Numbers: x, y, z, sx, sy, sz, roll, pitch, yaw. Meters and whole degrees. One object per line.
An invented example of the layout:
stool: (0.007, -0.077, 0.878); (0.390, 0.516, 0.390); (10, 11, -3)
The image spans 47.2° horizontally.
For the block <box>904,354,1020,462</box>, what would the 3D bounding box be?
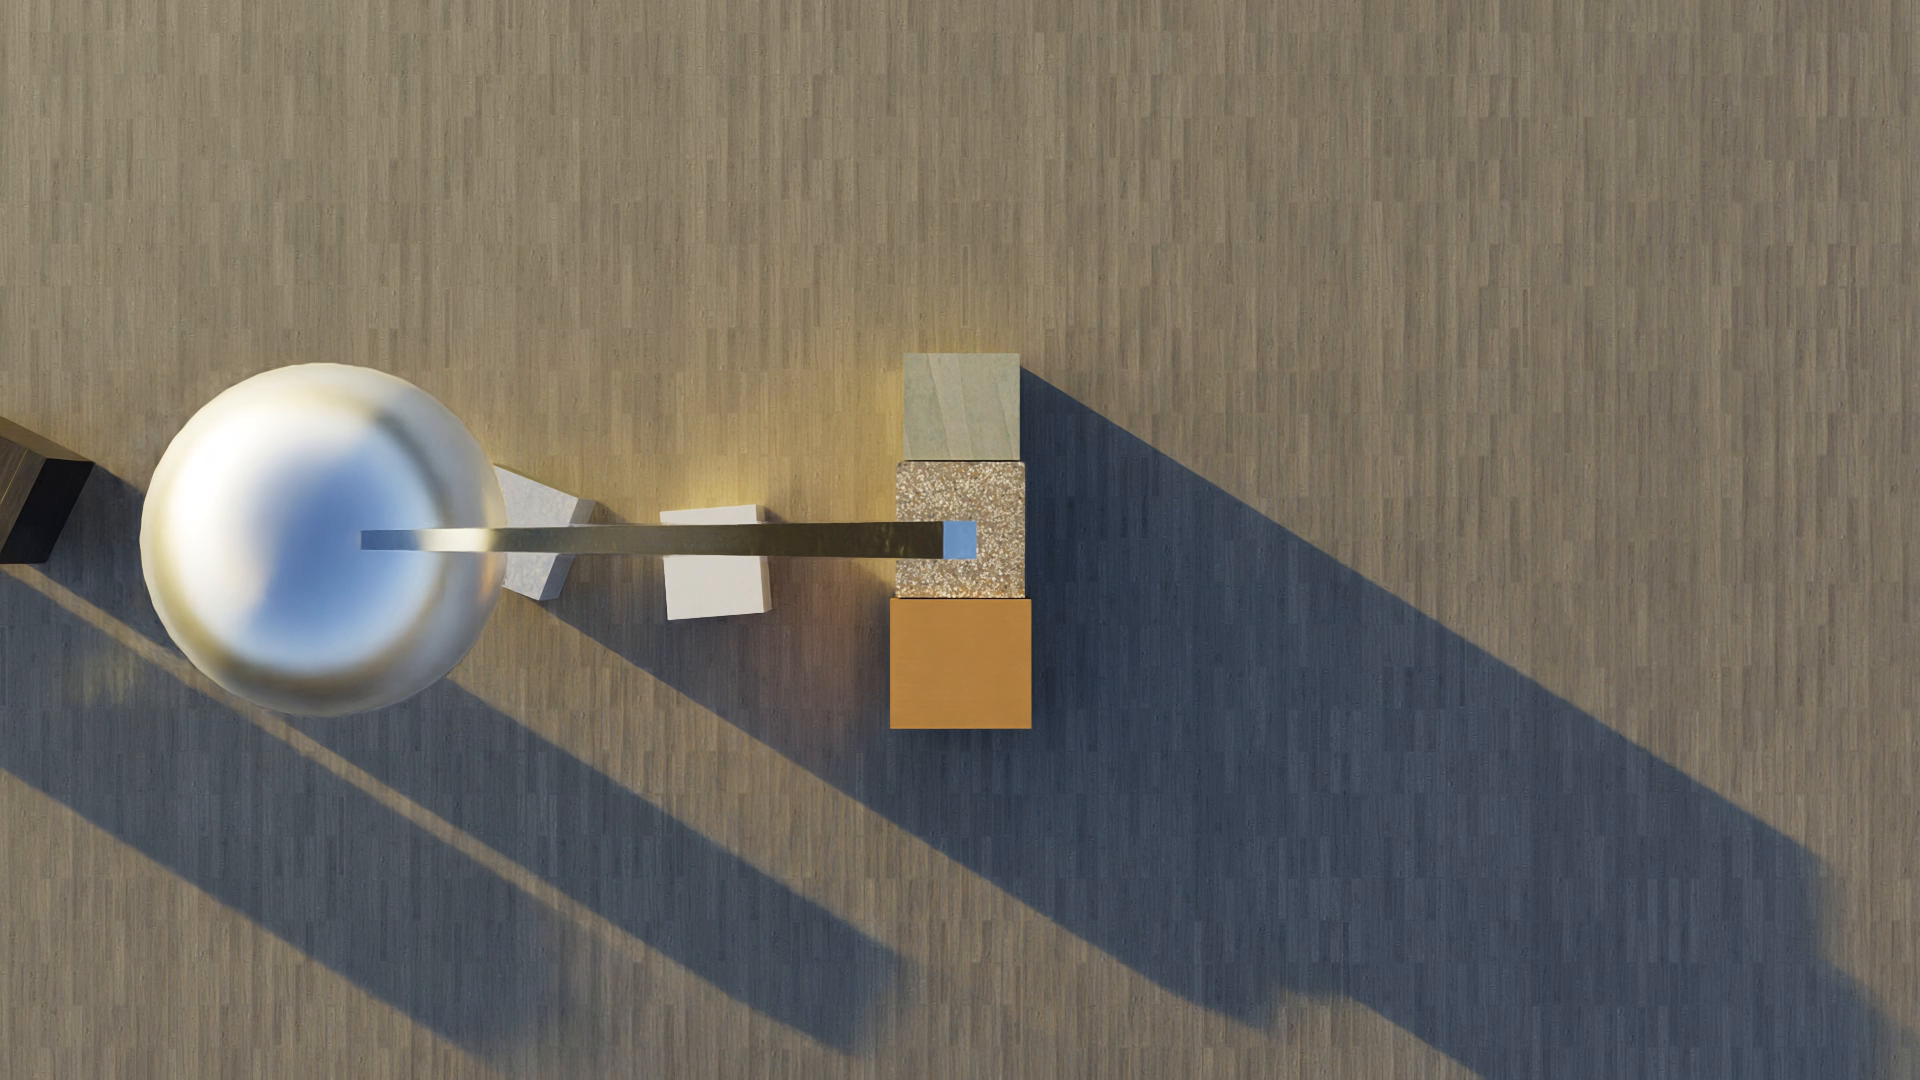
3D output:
block: (0.009, -0.747, 12.655); (0.650, 0.691, 0.597); (0, 90, 0)

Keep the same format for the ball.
ball: (-2.849, 0.000, 9.925); (1.600, 1.600, 1.600); (0, 90, 0)

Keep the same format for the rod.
rod: (-1.235, 0.000, 6.932); (0.080, 5.200, 0.080); (0, 90, -28)

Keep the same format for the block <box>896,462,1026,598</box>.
block: (0.002, -0.058, 12.636); (0.721, 0.727, 0.758); (0, 90, 0)

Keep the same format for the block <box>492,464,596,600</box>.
block: (-2.528, -0.050, 12.698); (0.571, 0.605, 0.618); (21, 90, 0)

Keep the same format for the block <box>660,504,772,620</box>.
block: (-1.407, 0.126, 12.733); (0.543, 0.534, 0.613); (-4, 90, 0)

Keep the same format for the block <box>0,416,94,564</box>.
block: (-5.570, -0.315, 12.654); (0.696, 0.692, 0.664); (26, 90, 0)

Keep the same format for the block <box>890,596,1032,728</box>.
block: (0.004, 0.688, 12.598); (0.783, 0.803, 0.715); (0, 90, 0)
